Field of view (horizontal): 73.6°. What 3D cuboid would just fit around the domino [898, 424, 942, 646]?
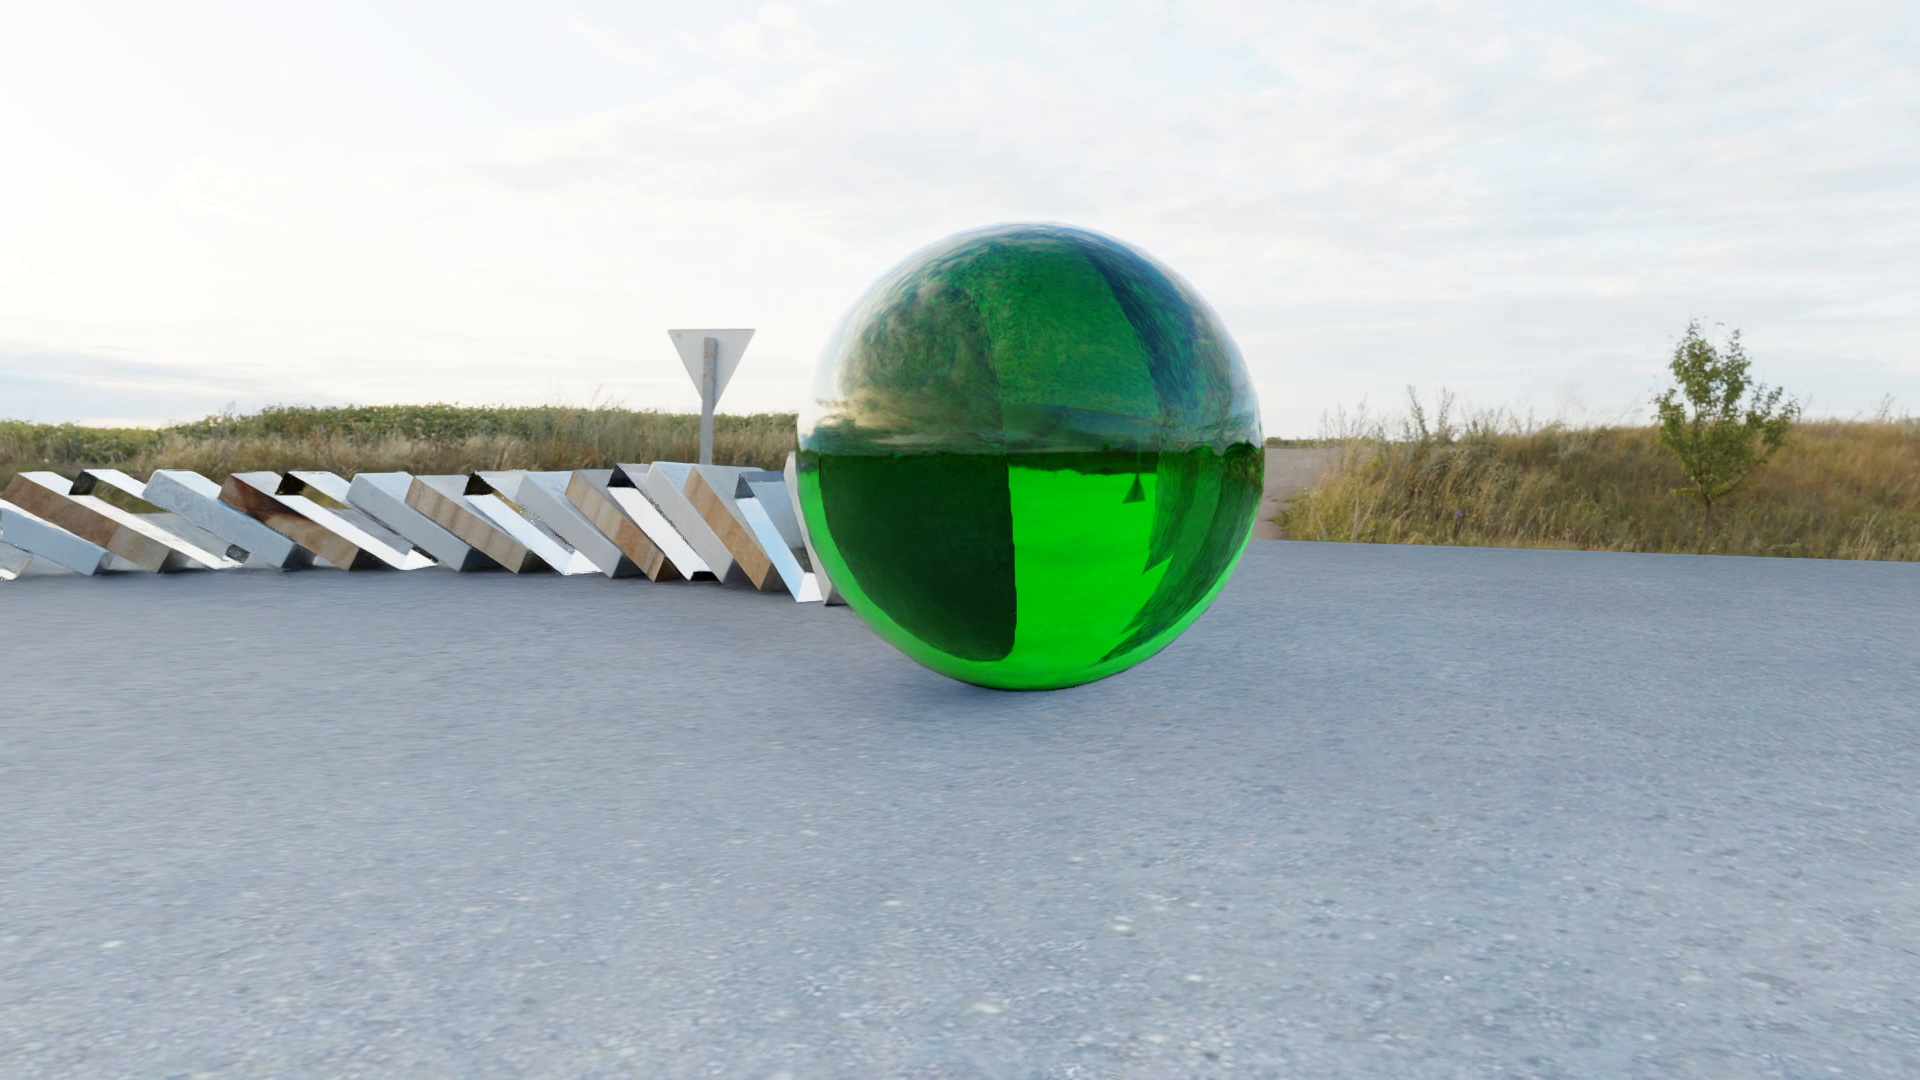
[{"bbox_3d":[-0.001,-0.002,0.278,0.025,0.050,0.009,1,-31,-2],"label":"domino"}]

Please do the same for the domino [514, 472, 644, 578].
[{"bbox_3d":[-0.120,-0.006,0.423,0.050,0.009,0.025,35,20,24],"label":"domino"}]

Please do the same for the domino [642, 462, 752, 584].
[{"bbox_3d":[-0.074,-0.006,0.396,0.025,0.009,0.050,1,35,-48],"label":"domino"}]

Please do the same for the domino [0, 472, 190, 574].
[{"bbox_3d":[-0.283,-0.006,0.424,0.050,0.009,0.025,29,-4,-13],"label":"domino"}]

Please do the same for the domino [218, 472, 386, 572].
[{"bbox_3d":[-0.223,-0.007,0.440,0.050,0.009,0.025,29,5,0],"label":"domino"}]

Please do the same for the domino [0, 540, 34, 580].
[{"bbox_3d":[-0.319,-0.004,0.401,0.050,0.010,0.025,30,-11,-28],"label":"domino"}]

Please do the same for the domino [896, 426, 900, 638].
[{"bbox_3d":[-0.002,-0.002,0.289,0.025,0.050,0.010,0,-30,-3],"label":"domino"}]

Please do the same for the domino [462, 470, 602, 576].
[{"bbox_3d":[-0.139,-0.007,0.431,0.050,0.009,0.025,34,16,20],"label":"domino"}]

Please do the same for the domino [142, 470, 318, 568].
[{"bbox_3d":[-0.246,-0.007,0.436,0.050,0.009,0.025,29,-1,-5],"label":"domino"}]

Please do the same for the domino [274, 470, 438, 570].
[{"bbox_3d":[-0.204,-0.007,0.439,0.050,0.009,0.025,30,5,3],"label":"domino"}]

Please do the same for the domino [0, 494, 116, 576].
[{"bbox_3d":[-0.302,-0.004,0.413,0.050,0.010,0.025,29,-7,-22],"label":"domino"}]

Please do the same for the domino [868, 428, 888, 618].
[{"bbox_3d":[-0.010,-0.005,0.325,0.025,0.050,0.009,-1,-31,-8],"label":"domino"}]

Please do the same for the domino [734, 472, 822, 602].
[{"bbox_3d":[-0.044,-0.002,0.367,0.025,0.009,0.050,-3,37,-33],"label":"domino"}]

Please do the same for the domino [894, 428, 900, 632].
[{"bbox_3d":[-0.003,-0.003,0.301,0.025,0.050,0.009,0,-30,-3],"label":"domino"}]

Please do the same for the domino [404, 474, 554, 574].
[{"bbox_3d":[-0.160,-0.006,0.435,0.050,0.009,0.025,30,12,14],"label":"domino"}]

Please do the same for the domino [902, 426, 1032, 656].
[{"bbox_3d":[0.001,-0.001,0.266,0.025,0.050,0.010,0,-30,-3],"label":"domino"}]

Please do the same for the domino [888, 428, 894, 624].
[{"bbox_3d":[-0.005,-0.004,0.312,0.025,0.050,0.010,0,-30,-3],"label":"domino"}]

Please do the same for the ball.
[{"bbox_3d":[0.012,-0.014,0.221,0.080,0.080,0.080,0,4,0],"label":"ball"}]

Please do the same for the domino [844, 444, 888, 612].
[{"bbox_3d":[-0.016,-0.004,0.339,0.025,0.050,0.009,-1,-40,-10],"label":"domino"}]

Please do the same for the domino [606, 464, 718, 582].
[{"bbox_3d":[-0.087,-0.006,0.406,0.050,0.009,0.025,43,26,30],"label":"domino"}]

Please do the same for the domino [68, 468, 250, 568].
[{"bbox_3d":[-0.266,-0.007,0.430,0.050,0.009,0.025,29,-3,-10],"label":"domino"}]

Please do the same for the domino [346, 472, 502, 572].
[{"bbox_3d":[-0.181,-0.007,0.440,0.050,0.009,0.025,31,11,11],"label":"domino"}]

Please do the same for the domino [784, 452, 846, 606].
[{"bbox_3d":[-0.030,-0.004,0.353,0.025,0.009,0.050,-2,46,-24],"label":"domino"}]

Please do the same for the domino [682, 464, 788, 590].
[{"bbox_3d":[-0.060,-0.004,0.382,0.025,0.009,0.050,0,36,-44],"label":"domino"}]

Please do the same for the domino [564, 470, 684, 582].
[{"bbox_3d":[-0.102,-0.006,0.414,0.050,0.010,0.025,39,24,27],"label":"domino"}]
